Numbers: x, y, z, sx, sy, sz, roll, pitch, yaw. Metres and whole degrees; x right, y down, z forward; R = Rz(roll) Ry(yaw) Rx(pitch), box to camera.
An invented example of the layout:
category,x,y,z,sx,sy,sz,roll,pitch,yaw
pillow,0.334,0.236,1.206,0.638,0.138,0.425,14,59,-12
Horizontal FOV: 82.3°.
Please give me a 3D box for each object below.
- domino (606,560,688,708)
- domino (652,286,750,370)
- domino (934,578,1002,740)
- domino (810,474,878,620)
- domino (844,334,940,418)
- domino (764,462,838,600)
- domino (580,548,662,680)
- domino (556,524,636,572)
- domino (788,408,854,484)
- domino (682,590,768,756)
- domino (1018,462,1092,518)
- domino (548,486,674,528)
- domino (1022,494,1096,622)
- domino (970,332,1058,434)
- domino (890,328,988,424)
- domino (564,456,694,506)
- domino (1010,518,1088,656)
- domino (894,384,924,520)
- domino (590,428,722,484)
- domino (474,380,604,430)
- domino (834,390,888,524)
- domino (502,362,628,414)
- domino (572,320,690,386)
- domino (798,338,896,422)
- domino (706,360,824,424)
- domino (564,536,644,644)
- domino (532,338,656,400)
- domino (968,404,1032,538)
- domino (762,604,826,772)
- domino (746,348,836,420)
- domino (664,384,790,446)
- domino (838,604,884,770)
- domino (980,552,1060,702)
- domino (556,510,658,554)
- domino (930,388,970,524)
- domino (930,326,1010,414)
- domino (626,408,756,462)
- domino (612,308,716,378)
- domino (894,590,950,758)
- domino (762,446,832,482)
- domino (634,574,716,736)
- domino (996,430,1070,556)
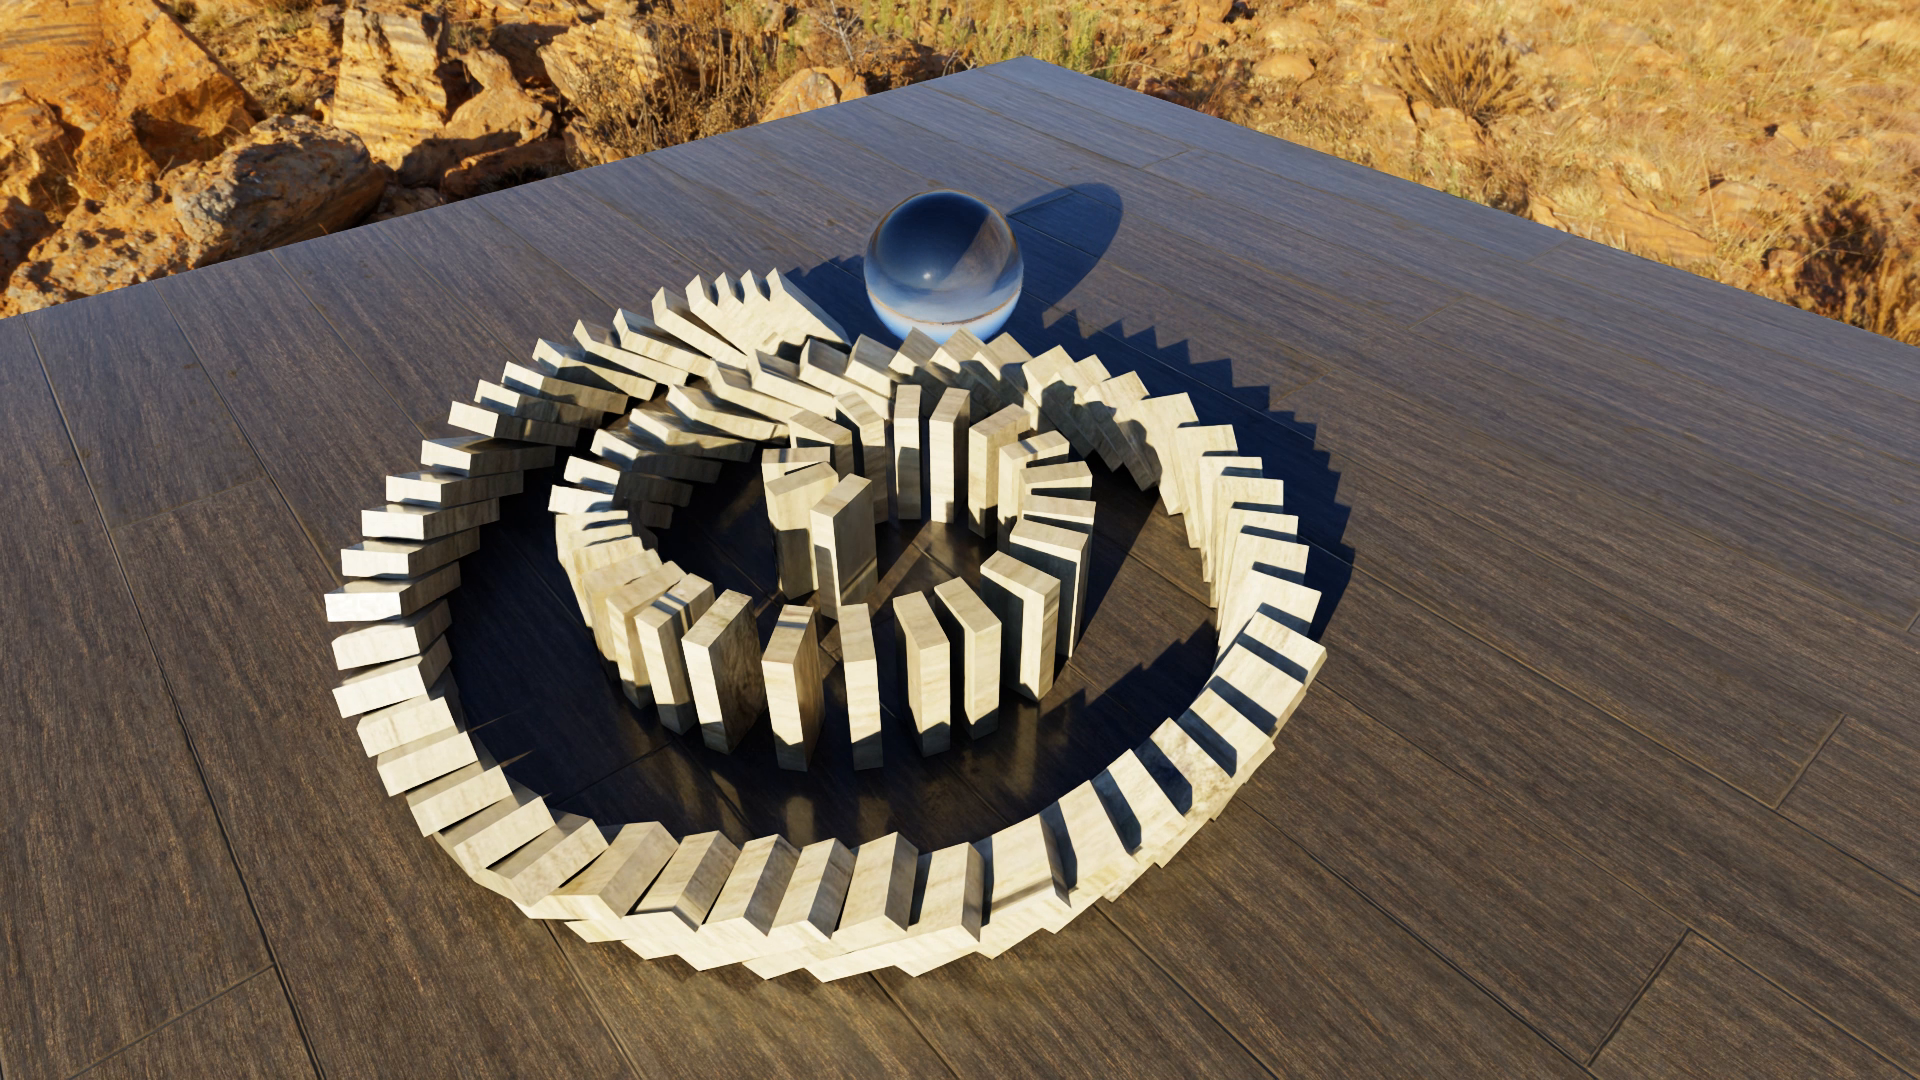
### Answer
category,x,y,z,sx,sy,sz,roll,pitch,yaw
domino,-0.103,0.033,0.371,0.010,0.050,0.025,37,51,26
domino,-0.127,-0.104,0.545,0.050,0.010,0.025,29,23,-35
domino,0.002,0.040,0.363,0.009,0.050,0.025,-21,44,-23
domino,-0.042,0.003,0.407,0.009,0.050,0.025,20,43,22
domino,-0.028,-0.076,0.518,0.050,0.009,0.025,26,37,-15
domino,-0.058,-0.003,0.415,0.025,0.050,0.009,-22,44,-25
domino,-0.113,0.026,0.379,0.025,0.050,0.009,-22,56,-24
domino,-0.128,0.009,0.402,0.025,0.050,0.009,-8,70,-10
domino,-0.055,-0.025,0.442,0.025,0.050,0.009,27,47,29
domino,-0.076,0.044,0.358,0.009,0.050,0.025,16,42,18
domino,0.035,-0.005,0.418,0.025,0.050,0.010,-8,40,-9
domino,-0.137,-0.013,0.435,0.025,0.010,0.050,10,-1,12
domino,0.035,0.007,0.402,0.025,0.050,0.009,7,40,8
domino,0.030,-0.072,0.511,0.050,0.010,0.025,45,46,3
domino,-0.007,-0.077,0.518,0.050,0.010,0.025,33,41,-10
domino,-0.134,-0.024,0.449,0.025,0.009,0.050,17,3,20
domino,0.030,0.017,0.390,0.025,0.050,0.009,13,41,16
domino,-0.021,-0.036,0.456,0.009,0.050,0.025,1,39,1
domino,-0.127,-0.035,0.464,0.025,0.009,0.050,25,10,28
domino,-0.188,-0.060,0.494,0.025,0.010,0.050,20,7,25
domino,-0.040,-0.033,0.452,0.010,0.050,0.025,-20,44,-23
domino,-0.181,-0.069,0.505,0.025,0.010,0.050,22,7,28
domino,-0.159,-0.089,0.531,0.050,0.010,0.025,15,24,-40
domino,-0.050,-0.075,0.516,0.050,0.009,0.025,22,33,-20
domino,-0.089,-0.066,0.503,0.050,0.009,0.025,15,27,-34
domino,-0.122,0.018,0.389,0.025,0.050,0.009,-13,61,-15
domino,-0.172,-0.080,0.519,0.025,0.010,0.050,35,15,37
domino,0.016,-0.028,0.445,0.025,0.050,0.010,-32,49,-33
domino,-0.053,0.048,0.353,0.010,0.050,0.025,5,40,7
domino,-0.073,-0.071,0.509,0.050,0.010,0.025,18,26,-29
domino,-0.103,-0.056,0.492,0.050,0.009,0.025,7,26,-46
domino,-0.032,0.048,0.353,0.009,0.050,0.025,-6,40,-8
domino,0.020,0.030,0.375,0.025,0.050,0.009,26,46,28
domino,-0.133,0.000,0.416,0.025,0.050,0.009,-3,79,-4
domino,-0.004,-0.035,0.454,0.009,0.050,0.025,10,40,12
domino,0.013,-0.076,0.517,0.050,0.010,0.025,40,44,-1
domino,-0.116,-0.045,0.478,0.025,0.009,0.050,30,15,31
domino,-0.143,-0.096,0.539,0.050,0.010,0.025,16,26,-38
domino,-0.012,0.044,0.358,0.010,0.050,0.025,-14,41,-16
domino,-0.061,-0.012,0.426,0.025,0.050,0.009,-3,39,-3
domino,-0.091,0.038,0.365,0.009,0.050,0.025,22,44,24
domino,0.028,-0.017,0.432,0.025,0.050,0.009,-19,43,-22
